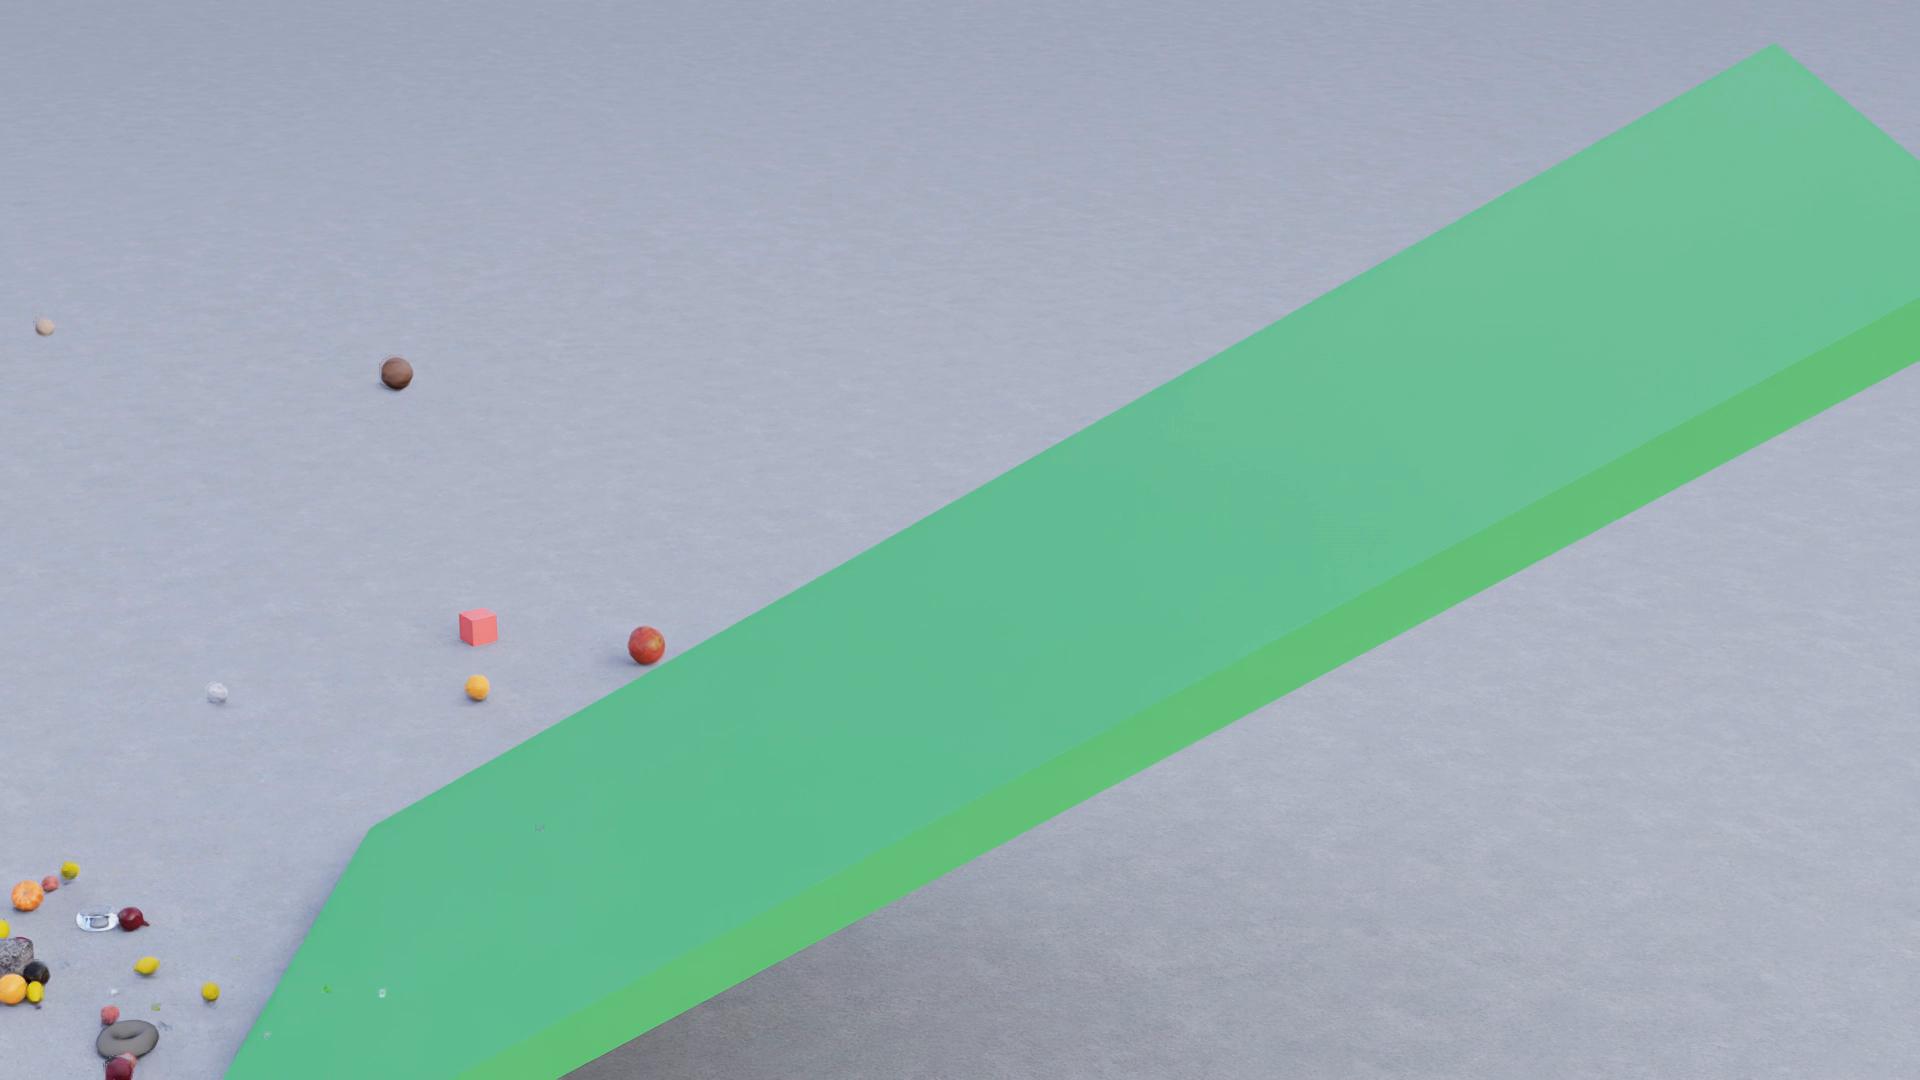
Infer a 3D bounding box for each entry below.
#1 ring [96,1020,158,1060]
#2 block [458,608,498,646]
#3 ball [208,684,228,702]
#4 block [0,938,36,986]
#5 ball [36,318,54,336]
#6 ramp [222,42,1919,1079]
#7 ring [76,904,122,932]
[{"bbox_3d":[-1.900,1.141,6.711,0.139,0.046,0.139,-1,20,0],"label":"ring"},{"bbox_3d":[-1.500,0.271,9.158,0.086,0.086,0.086,-14,24,-35],"label":"block"},{"bbox_3d":[-2.192,0.452,8.678,0.057,0.057,0.057,0,19,0],"label":"ball"},{"bbox_3d":[-2.272,1.010,7.034,0.082,0.082,0.082,3,19,9],"label":"block"},{"bbox_3d":[-3.914,-0.910,12.575,0.078,0.078,0.078,0,19,0],"label":"ball"},{"bbox_3d":[0.142,0.168,6.287,4.000,0.100,2.000,-29,15,13],"label":"ramp"},{"bbox_3d":[-2.140,0.939,7.310,0.108,0.036,0.108,1,19,0],"label":"ring"}]
